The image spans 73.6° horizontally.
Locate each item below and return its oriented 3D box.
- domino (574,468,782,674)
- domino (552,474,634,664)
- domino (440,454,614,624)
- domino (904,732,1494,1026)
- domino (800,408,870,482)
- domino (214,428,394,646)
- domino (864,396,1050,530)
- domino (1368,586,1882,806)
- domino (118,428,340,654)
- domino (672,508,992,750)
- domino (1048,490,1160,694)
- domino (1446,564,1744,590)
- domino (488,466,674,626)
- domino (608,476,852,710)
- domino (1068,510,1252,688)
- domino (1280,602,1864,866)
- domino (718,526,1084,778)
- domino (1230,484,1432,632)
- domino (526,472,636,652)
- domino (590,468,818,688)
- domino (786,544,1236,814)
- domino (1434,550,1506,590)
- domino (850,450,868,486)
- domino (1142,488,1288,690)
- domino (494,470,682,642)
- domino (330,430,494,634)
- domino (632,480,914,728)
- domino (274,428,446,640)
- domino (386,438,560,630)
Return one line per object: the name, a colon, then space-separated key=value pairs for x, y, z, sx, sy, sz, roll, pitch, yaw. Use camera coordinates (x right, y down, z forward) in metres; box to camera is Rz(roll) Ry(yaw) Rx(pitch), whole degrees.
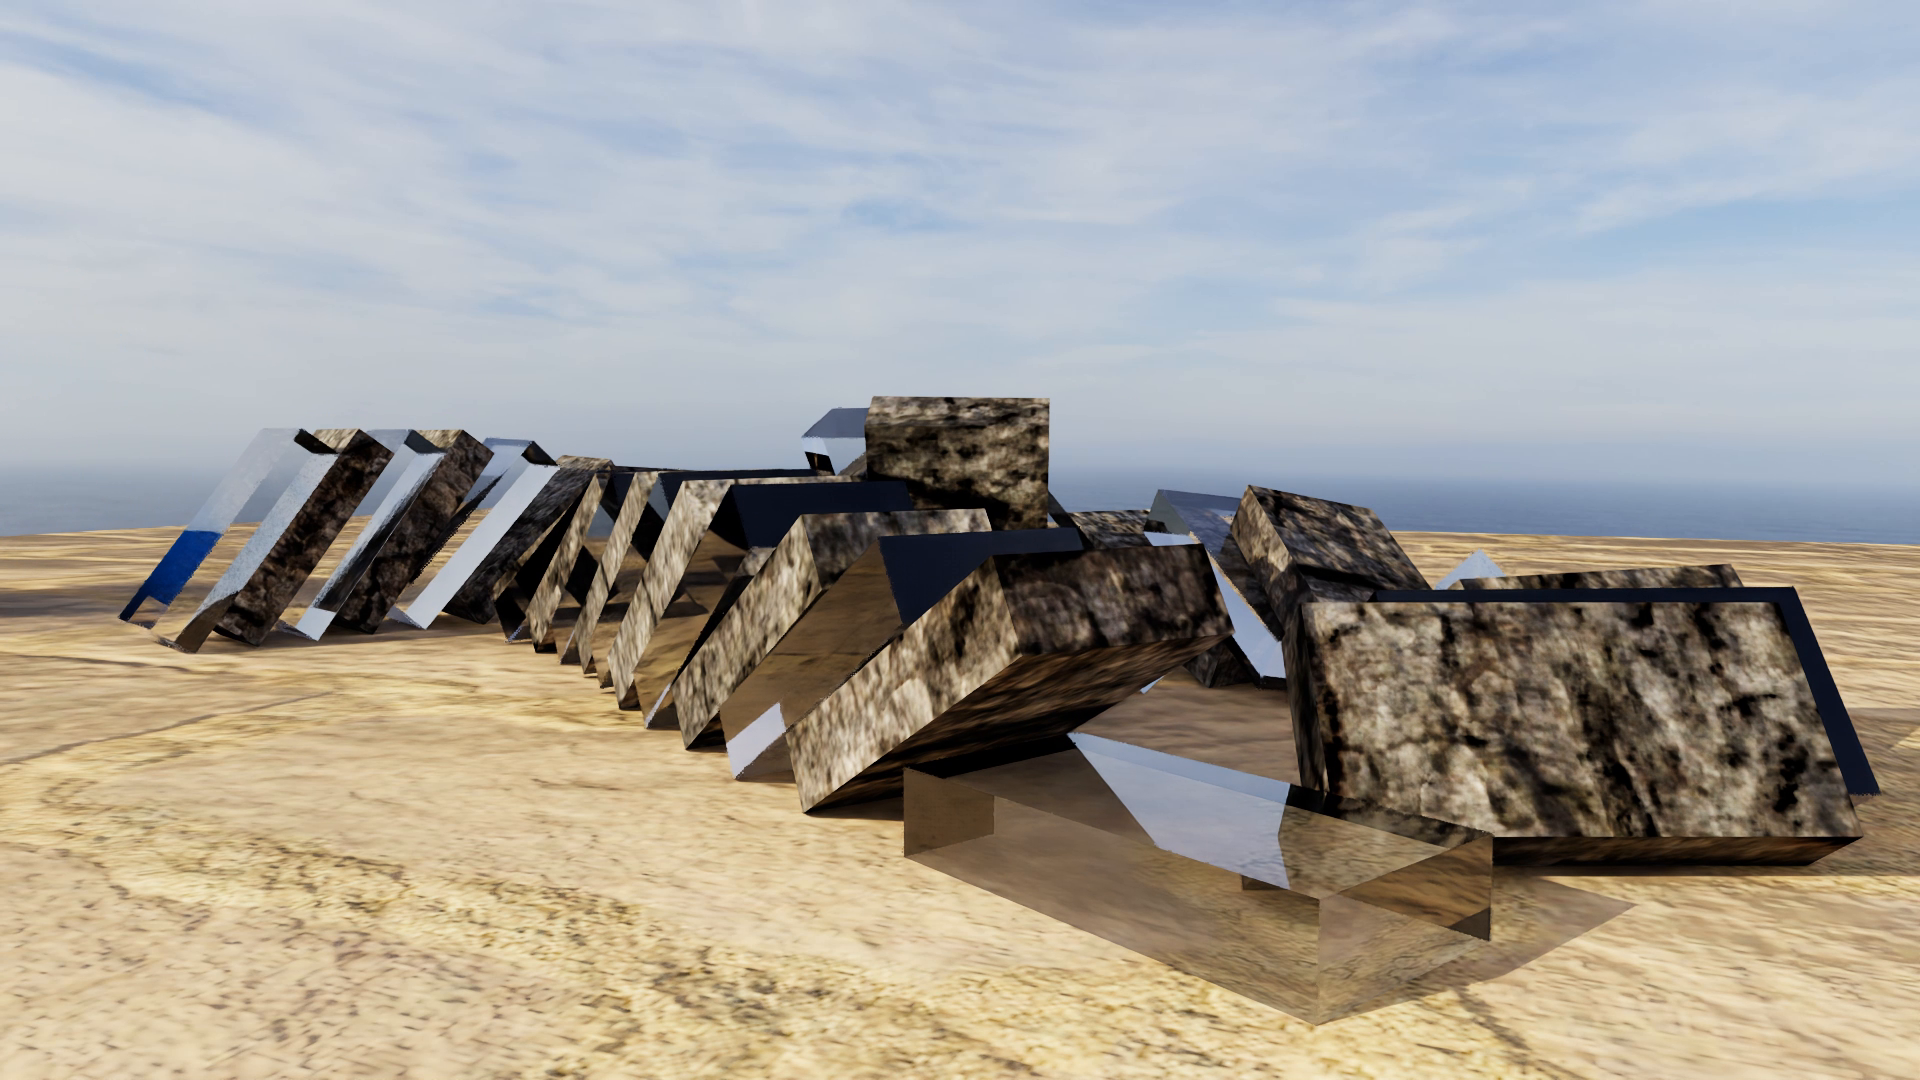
domino: x=-0.049 y=0.006 z=0.224 sx=0.025 sy=0.010 sz=0.050 roll=-3 pitch=-31 yaw=-31
domino: x=-0.058 y=0.006 z=0.239 sx=0.025 sy=0.009 sz=0.050 roll=-3 pitch=-32 yaw=-33
domino: x=-0.108 y=-0.001 z=0.320 sx=0.025 sy=0.009 sz=0.050 roll=7 pitch=47 yaw=45
domino: x=0.020 y=0.029 z=0.121 sx=0.025 sy=0.009 sz=0.050 roll=-4 pitch=6 yaw=-39
domino: x=-0.005 y=0.003 z=0.206 sx=0.025 sy=0.050 sz=0.010 roll=3 pitch=35 yaw=32
domino: x=-0.148 y=-0.002 z=0.284 sx=0.025 sy=0.050 sz=0.009 roll=4 pitch=-30 yaw=44
domino: x=0.000 y=0.004 z=0.190 sx=0.025 sy=0.050 sz=0.010 roll=1 pitch=31 yaw=4
domino: x=0.072 y=0.019 z=0.145 sx=0.050 sy=0.025 sz=0.010 roll=0 pitch=-31 yaw=-4
domino: x=-0.157 y=-0.001 z=0.275 sx=0.025 sy=0.050 sz=0.009 roll=4 pitch=-30 yaw=44
domino: x=-0.018 y=0.013 z=0.168 sx=0.025 sy=0.009 sz=0.050 roll=-3 pitch=-27 yaw=-33
domino: x=0.017 y=0.003 z=0.227 sx=0.009 sy=0.050 sz=0.025 roll=-41 pitch=10 yaw=-5
domino: x=0.086 y=0.017 z=0.166 sx=0.050 sy=0.025 sz=0.009 roll=-2 pitch=-31 yaw=-24
domino: x=-0.081 y=0.002 z=0.287 sx=0.050 sy=0.009 sz=0.025 roll=-38 pitch=-21 yaw=29
domino: x=-0.035 y=0.009 z=0.196 sx=0.025 sy=0.009 sz=0.050 roll=-4 pitch=-31 yaw=-31
domino: x=0.043 y=0.010 z=0.247 sx=0.025 sy=0.009 sz=0.050 roll=-3 pitch=29 yaw=-32
domino: x=0.061 y=0.020 z=0.132 sx=0.050 sy=0.025 sz=0.009 roll=0 pitch=-31 yaw=0
domino: x=-0.008 y=0.014 z=0.153 sx=0.025 sy=0.009 sz=0.050 roll=-3 pitch=-25 yaw=-32
domino: x=0.065 y=0.009 z=0.215 sx=0.025 sy=0.009 sz=0.050 roll=10 pitch=29 yaw=-12
domino: x=-0.066 y=0.005 z=0.254 sx=0.025 sy=0.010 sz=0.050 roll=-3 pitch=-31 yaw=-37
domino: x=-0.042 y=0.007 z=0.209 sx=0.025 sy=0.009 sz=0.050 roll=-3 pitch=-31 yaw=-31
domino: x=0.003 y=0.016 z=0.137 sx=0.025 sy=0.009 sz=0.050 roll=-3 pitch=-24 yaw=-32
domino: x=0.084 y=0.016 z=0.196 sx=0.010 sy=0.025 sz=0.050 roll=-45 pitch=-13 yaw=19
domino: x=0.002 y=0.003 z=0.224 sx=0.009 sy=0.050 sz=0.025 roll=-41 pitch=12 yaw=-11
domino: x=0.055 y=0.008 z=0.232 sx=0.025 sy=0.009 sz=0.050 roll=5 pitch=30 yaw=-20
domino: x=-0.075 y=0.004 z=0.270 sx=0.025 sy=0.010 sz=0.050 roll=-3 pitch=-31 yaw=-48
domino: x=-0.132 y=-0.003 z=0.301 sx=0.025 sy=0.050 sz=0.009 roll=4 pitch=-30 yaw=44
domino: x=-0.027 y=0.010 z=0.183 sx=0.025 sy=0.010 sz=0.050 roll=-3 pitch=-31 yaw=-32
domino: x=-0.140 y=-0.002 z=0.292 sx=0.025 sy=0.050 sz=0.009 roll=4 pitch=-30 yaw=44
domino: x=-0.122 y=-0.003 z=0.311 sx=0.025 sy=0.050 sz=0.009 roll=7 pitch=-35 yaw=45
